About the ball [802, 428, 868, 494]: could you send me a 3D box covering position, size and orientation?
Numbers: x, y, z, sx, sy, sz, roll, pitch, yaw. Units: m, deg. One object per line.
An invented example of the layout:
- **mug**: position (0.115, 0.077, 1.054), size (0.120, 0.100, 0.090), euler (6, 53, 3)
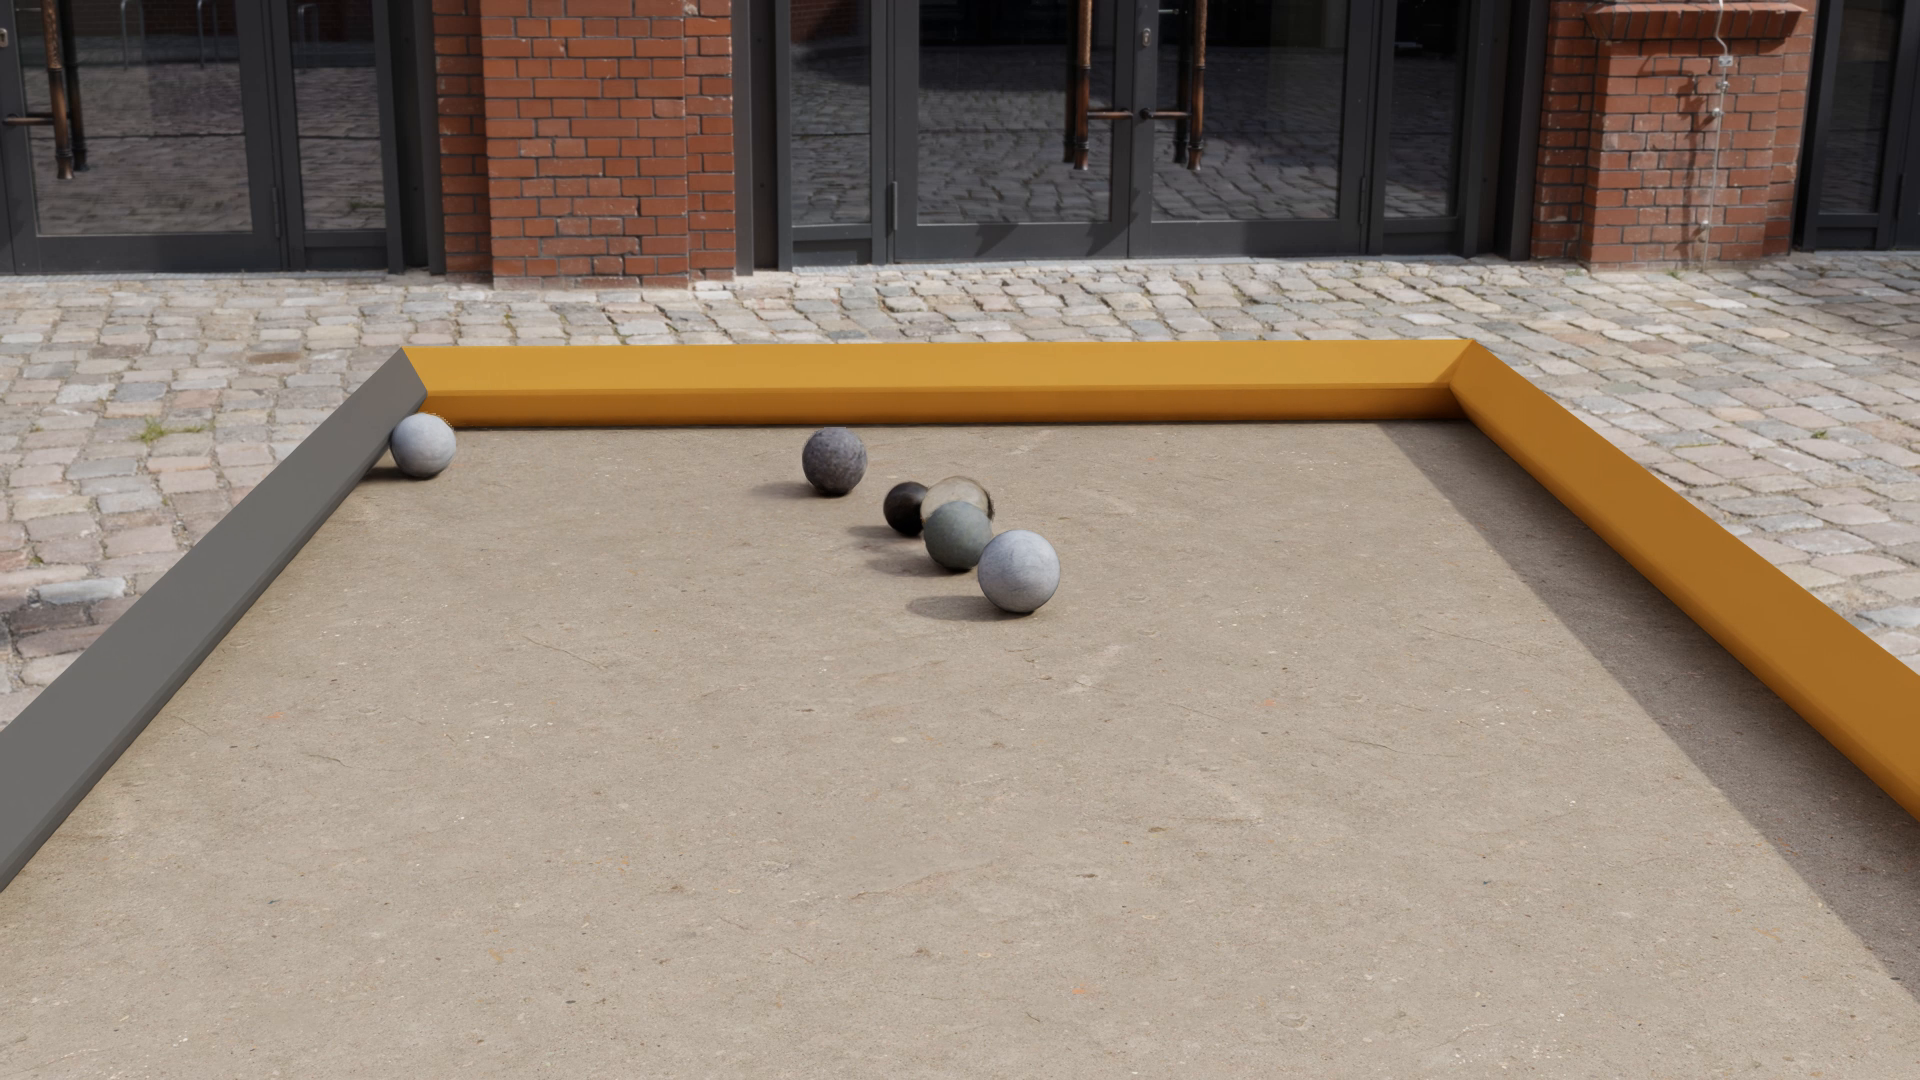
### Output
- **ball**: position (-0.171, -0.108, 3.004), size (0.090, 0.090, 0.090), euler (0, 16, 0)

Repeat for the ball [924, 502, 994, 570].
- **ball**: position (-0.001, -0.005, 2.666), size (0.084, 0.084, 0.084), euler (0, 16, 0)

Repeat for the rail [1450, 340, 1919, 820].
- **rail**: position (0.829, 0.189, 1.935), size (0.045, 0.124, 3.110), euler (-1, 16, -2)

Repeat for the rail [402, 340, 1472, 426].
- **rail**: position (-0.027, -0.236, 3.374), size (1.651, 0.124, 0.045), euler (-1, 16, -2)

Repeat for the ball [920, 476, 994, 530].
- **ball**: position (-0.004, -0.034, 2.750), size (0.092, 0.092, 0.092), euler (0, 16, 0)

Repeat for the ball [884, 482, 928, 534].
- **ball**: position (-0.064, -0.041, 2.815), size (0.068, 0.068, 0.068), euler (0, 16, 0)

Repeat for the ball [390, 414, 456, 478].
- **ball**: position (-0.754, -0.133, 3.088), size (0.090, 0.090, 0.090), euler (0, 16, 0)

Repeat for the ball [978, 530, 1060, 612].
- **ball**: position (0.067, 0.035, 2.508), size (0.095, 0.095, 0.095), euler (0, 16, 0)

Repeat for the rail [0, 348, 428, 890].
- **rail**: position (-0.773, 0.206, 1.879), size (0.045, 0.124, 3.110), euler (-1, 16, -2)
